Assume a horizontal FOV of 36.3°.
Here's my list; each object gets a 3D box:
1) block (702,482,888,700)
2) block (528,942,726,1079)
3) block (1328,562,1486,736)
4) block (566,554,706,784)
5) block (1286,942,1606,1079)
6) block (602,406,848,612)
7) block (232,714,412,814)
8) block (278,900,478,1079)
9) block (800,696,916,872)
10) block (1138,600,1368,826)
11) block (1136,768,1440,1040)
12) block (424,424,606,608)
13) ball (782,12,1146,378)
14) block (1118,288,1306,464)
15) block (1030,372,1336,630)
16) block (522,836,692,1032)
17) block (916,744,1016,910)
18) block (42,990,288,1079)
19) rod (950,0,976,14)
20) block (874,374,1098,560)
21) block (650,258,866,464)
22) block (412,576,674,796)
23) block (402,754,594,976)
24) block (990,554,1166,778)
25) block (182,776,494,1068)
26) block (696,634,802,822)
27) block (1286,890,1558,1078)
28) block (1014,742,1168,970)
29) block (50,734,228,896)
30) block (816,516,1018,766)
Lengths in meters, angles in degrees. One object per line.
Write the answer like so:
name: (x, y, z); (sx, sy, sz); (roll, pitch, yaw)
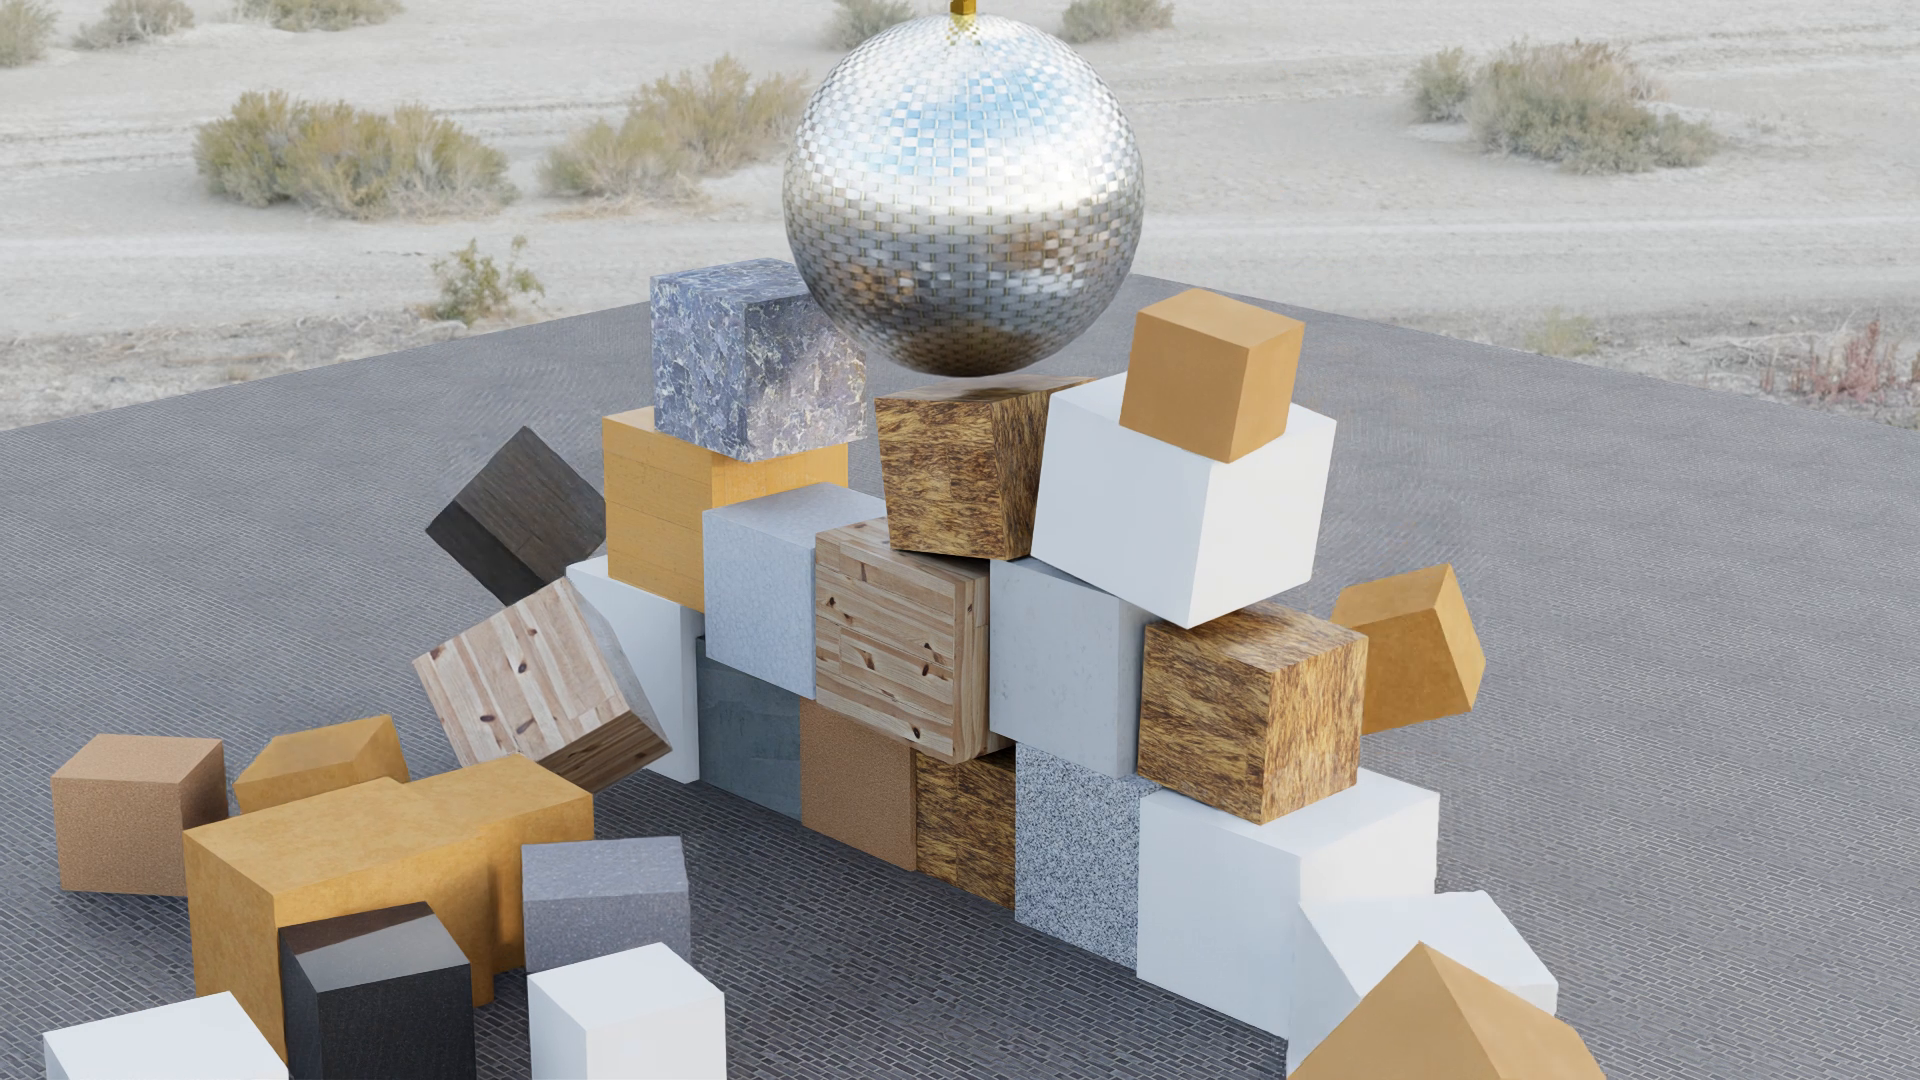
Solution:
block: (-0.667, 0.225, 13.915); (0.760, 0.729, 0.802); (-15, 23, -40)
block: (-1.256, 1.960, 11.088); (0.563, 0.613, 0.528); (-10, 20, -30)
block: (2.007, 0.488, 13.203); (0.517, 0.516, 0.498); (-15, 18, 23)
block: (-1.369, 0.577, 14.955); (0.886, 0.933, 0.869); (17, 24, 42)
block: (1.712, 2.004, 9.887); (0.824, 0.752, 0.754); (31, 19, -30)
block: (-1.154, -0.204, 14.502); (0.851, 0.828, 0.855); (-16, 23, -41)
block: (-2.856, 1.212, 13.324); (0.571, 0.579, 0.589); (-12, 16, 9)
block: (-2.266, 1.857, 11.414); (0.590, 0.613, 0.631); (-8, 19, -24)
block: (-0.236, 1.027, 13.878); (0.712, 0.720, 0.760); (-16, 24, -42)
block: (1.218, 0.692, 12.241); (0.629, 0.672, 0.674); (-17, 27, -42)
block: (1.377, 1.457, 12.344); (0.923, 0.817, 0.851); (-17, 24, -42)
block: (-2.376, -0.085, 15.965); (0.582, 0.735, 0.708); (-50, 8, -26)
ball: (0.016, -1.511, 12.884); (1.600, 1.600, 1.600); (0, 17, 0)
block: (1.014, -0.667, 11.794); (0.509, 0.491, 0.480); (21, 27, 28)
block: (0.931, -0.215, 12.281); (0.861, 0.733, 0.830); (26, 30, 37)
block: (-1.443, 1.649, 11.970); (0.654, 0.676, 0.562); (-3, 18, -8)
block: (0.284, 1.208, 13.407); (0.687, 0.656, 0.676); (-17, 24, -42)
block: (-2.801, 2.127, 10.415); (0.676, 0.696, 0.697); (-10, 20, -28)
rod: (0.007, -4.752, 11.856); (0.080, 5.200, 0.080); (17, 24, 42)
block: (0.146, -0.337, 12.928); (0.653, 0.680, 0.744); (-16, 14, -41)
block: (-0.961, -0.871, 13.985); (0.697, 0.754, 0.775); (-14, 22, -37)
block: (-1.941, 0.777, 13.716); (0.798, 0.737, 0.737); (-29, -21, 0)
block: (-2.016, 1.409, 12.706); (0.637, 0.693, 0.615); (-14, 22, -37)
block: (0.682, 0.458, 12.736); (0.787, 0.802, 0.774); (-16, 23, -40)
block: (-2.568, 1.559, 12.129); (0.947, 0.753, 0.818); (-14, 22, -37)
block: (-0.763, 0.839, 14.429); (0.724, 0.748, 0.777); (-17, 24, -42)
block: (1.727, 1.860, 11.084); (0.755, 0.762, 0.761); (-2, 20, -11)
block: (0.798, 1.277, 12.877); (0.759, 0.843, 0.812); (17, 24, 42)
block: (-3.744, 1.255, 13.433); (0.599, 0.551, 0.543); (2, 18, 7)
block: (-0.040, 0.398, 13.293); (0.808, 0.832, 0.953); (-15, 23, -39)
